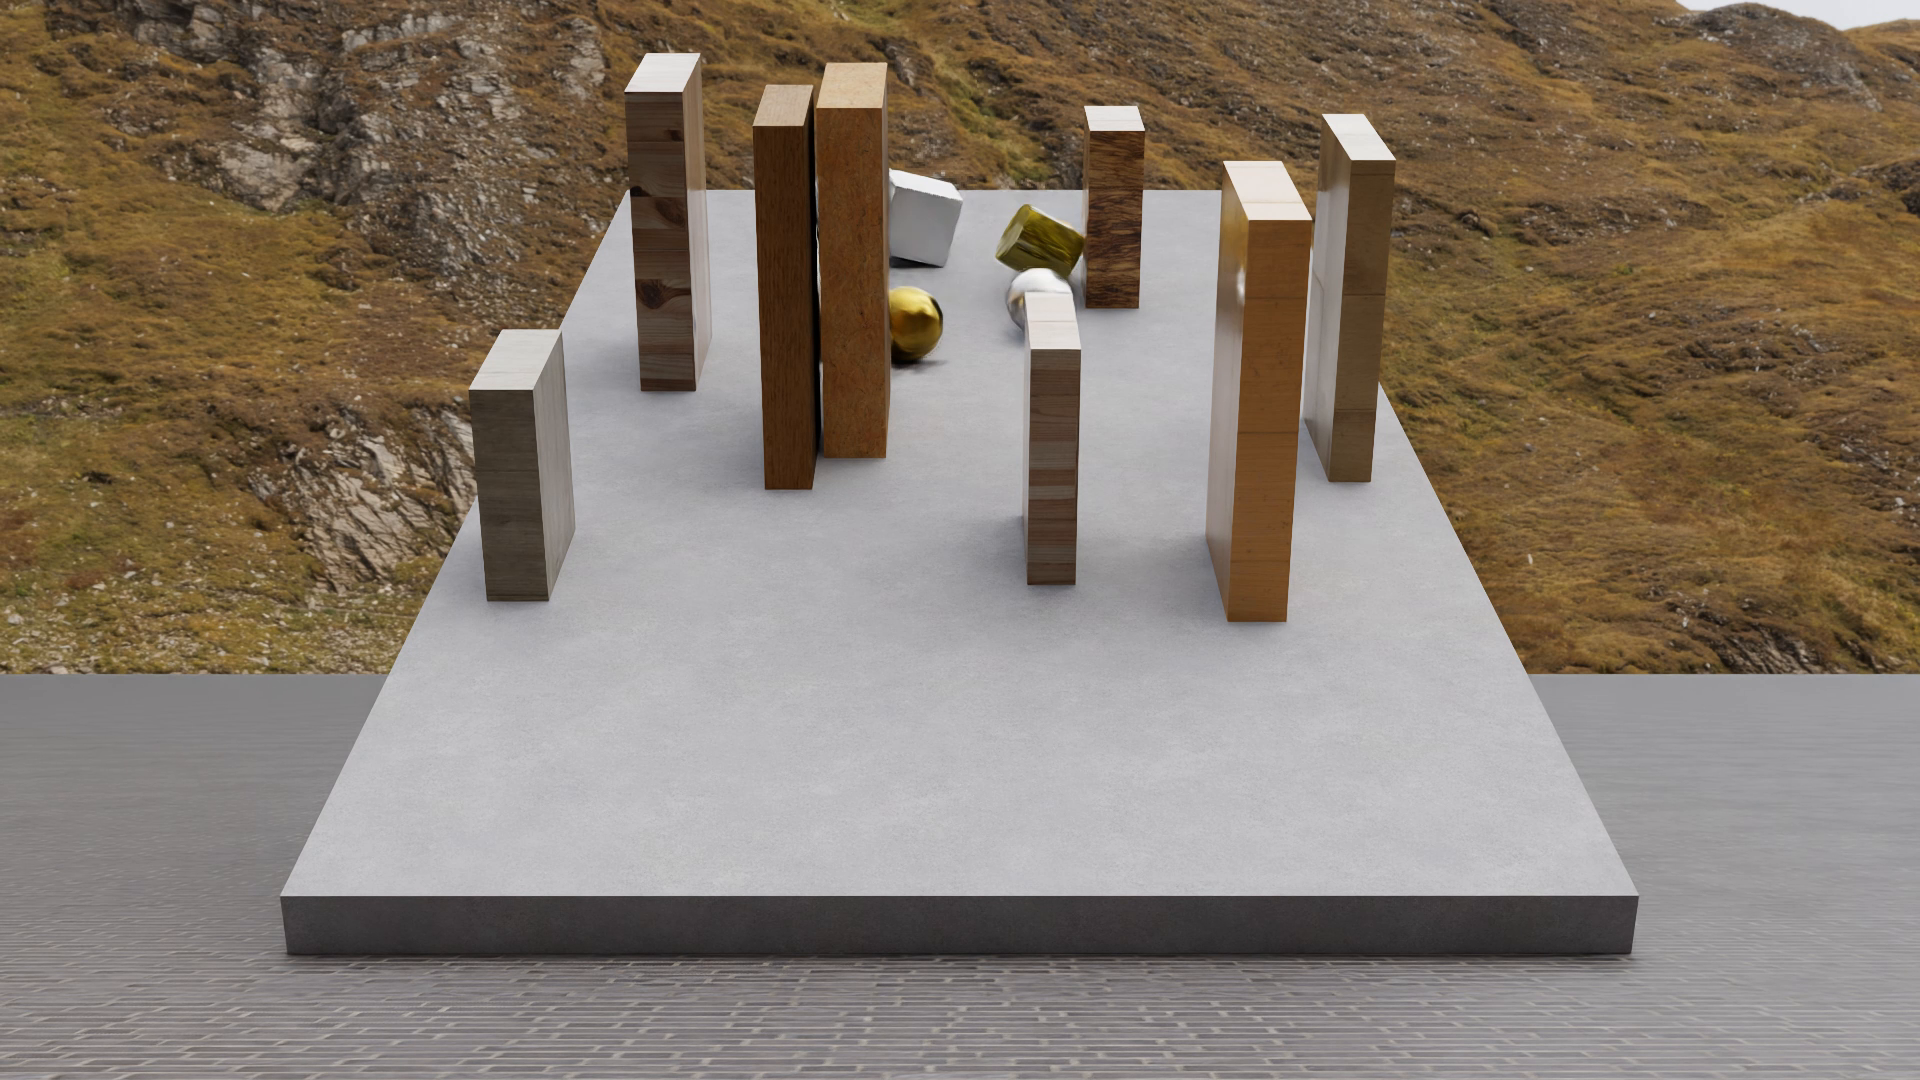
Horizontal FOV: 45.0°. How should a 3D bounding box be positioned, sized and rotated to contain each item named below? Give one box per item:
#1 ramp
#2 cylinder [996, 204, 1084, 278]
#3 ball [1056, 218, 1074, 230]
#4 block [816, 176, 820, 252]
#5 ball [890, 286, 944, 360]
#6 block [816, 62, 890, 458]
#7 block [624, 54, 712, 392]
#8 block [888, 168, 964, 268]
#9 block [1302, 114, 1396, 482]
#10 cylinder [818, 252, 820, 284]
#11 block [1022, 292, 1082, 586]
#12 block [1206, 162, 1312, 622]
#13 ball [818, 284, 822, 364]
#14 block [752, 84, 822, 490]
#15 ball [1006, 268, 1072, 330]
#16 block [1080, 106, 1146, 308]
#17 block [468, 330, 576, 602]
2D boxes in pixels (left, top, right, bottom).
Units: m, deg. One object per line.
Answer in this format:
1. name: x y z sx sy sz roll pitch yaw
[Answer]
1. ramp: -0.008 -0.227 5.265 2.000 0.100 4.000 0 23 0
2. cylinder: 0.209 -0.764 6.056 0.169 0.169 0.169 28 -12 -16
3. ball: 0.246 -0.787 6.232 0.157 0.157 0.157 0 -3 0
4. block: -0.350 -0.894 6.354 0.153 0.153 0.153 3 -24 33
5. ball: -0.129 -0.524 5.599 0.179 0.179 0.179 0 -3 0
6. block: -0.227 -0.616 5.074 0.134 0.766 0.438 0 23 0
7. block: -0.681 -0.752 5.464 0.129 0.704 0.410 0 23 0
8. block: -0.123 -0.885 6.360 0.191 0.191 0.191 11 21 -15
9. block: 0.825 -0.520 4.948 0.089 0.693 0.399 0 23 0
10. cylinder: -0.333 -0.612 5.804 0.177 0.177 0.177 2 21 -26
11. block: 0.174 -0.200 4.483 0.092 0.474 0.343 0 23 0
12. block: 0.547 -0.279 4.307 0.109 0.762 0.404 0 23 0
13. ball: -0.361 -0.507 5.444 0.199 0.199 0.199 0 -3 0
14. block: -0.359 -0.533 4.875 0.099 0.771 0.368 0 23 0
15. ball: 0.199 -0.596 5.783 0.167 0.167 0.167 0 -3 0
16. block: 0.394 -0.867 6.032 0.138 0.466 0.272 0 23 0
17. block: -0.830 -0.147 4.422 0.116 0.421 0.344 0 23 0
